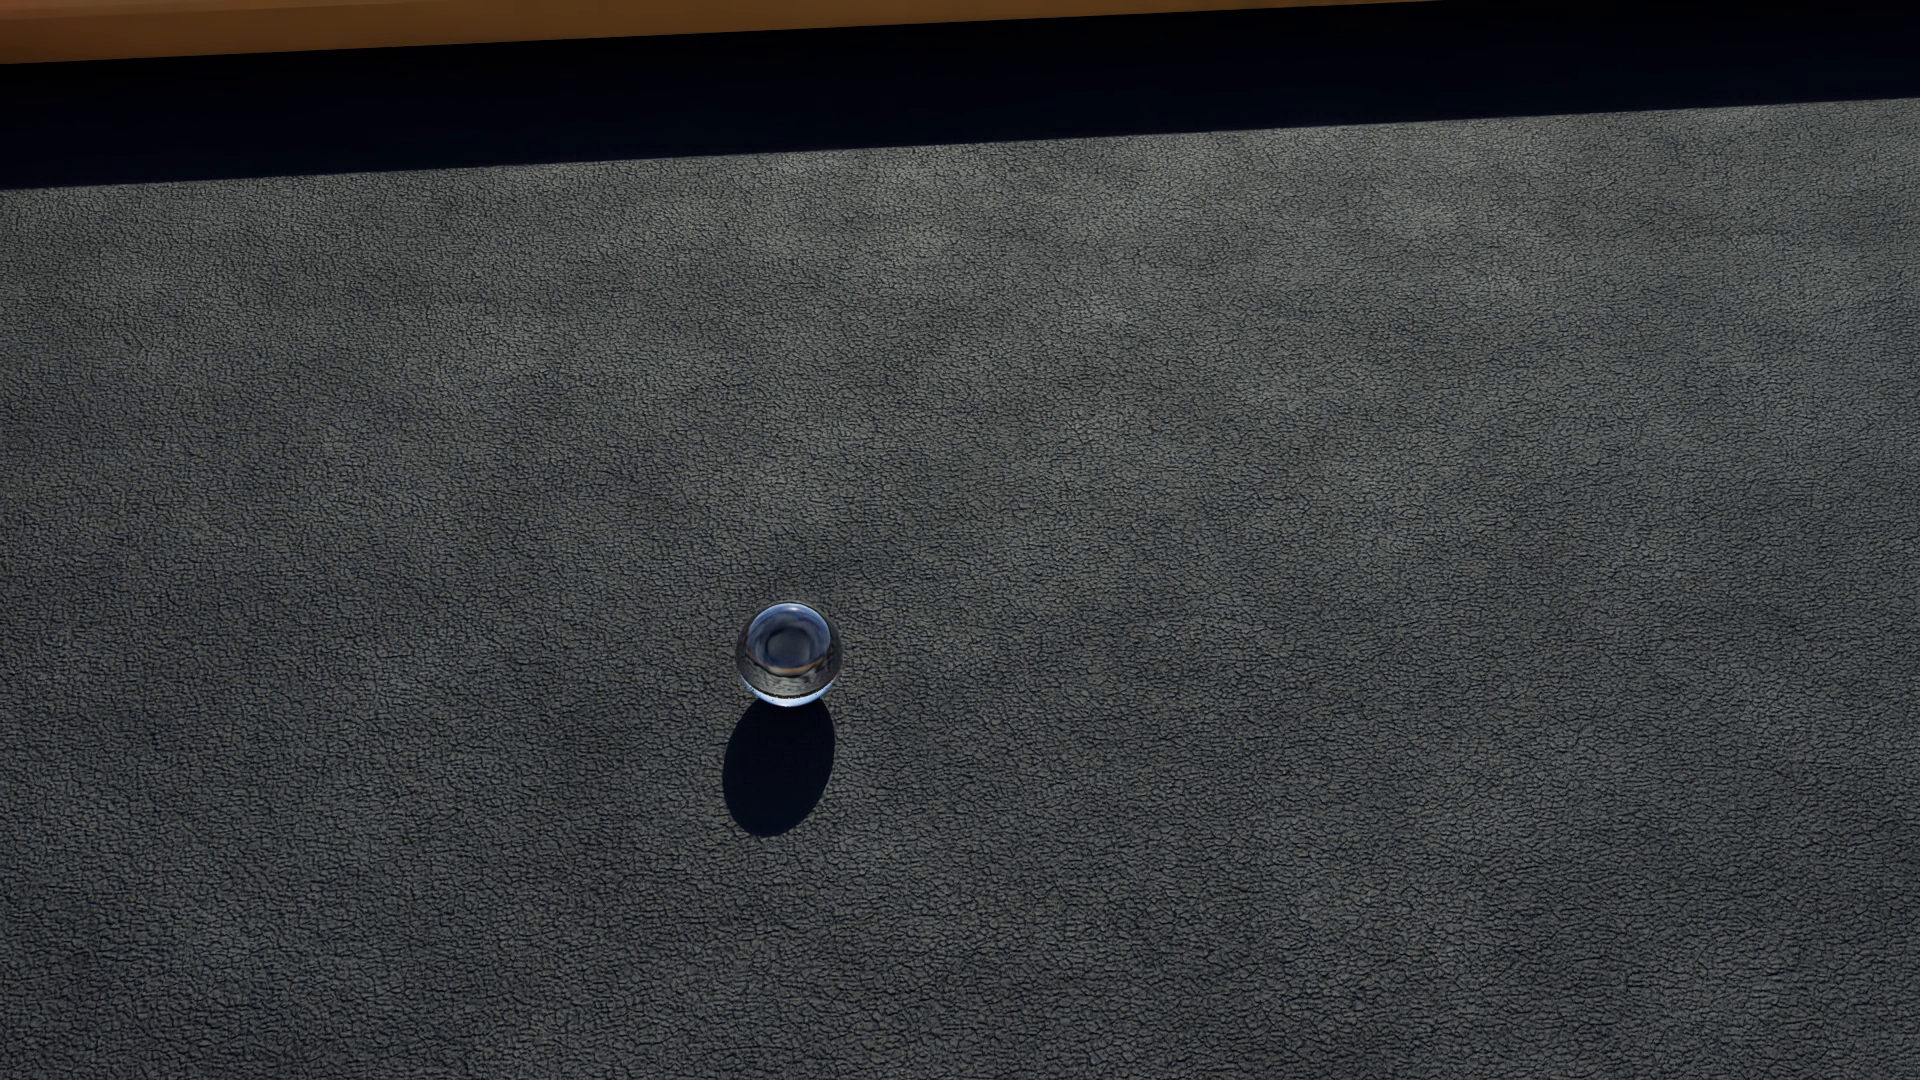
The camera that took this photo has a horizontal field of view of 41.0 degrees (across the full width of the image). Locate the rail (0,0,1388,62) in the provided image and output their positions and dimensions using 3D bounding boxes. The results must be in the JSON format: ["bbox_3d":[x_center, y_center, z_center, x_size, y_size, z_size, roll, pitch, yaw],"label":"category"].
[{"bbox_3d":[0.741,-0.553,2.320,3.322,0.127,0.045,-4,36,-5],"label":"rail"}]

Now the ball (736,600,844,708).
[{"bbox_3d":[-0.101,0.067,1.524,0.064,0.064,0.064,0,36,0],"label":"ball"}]
